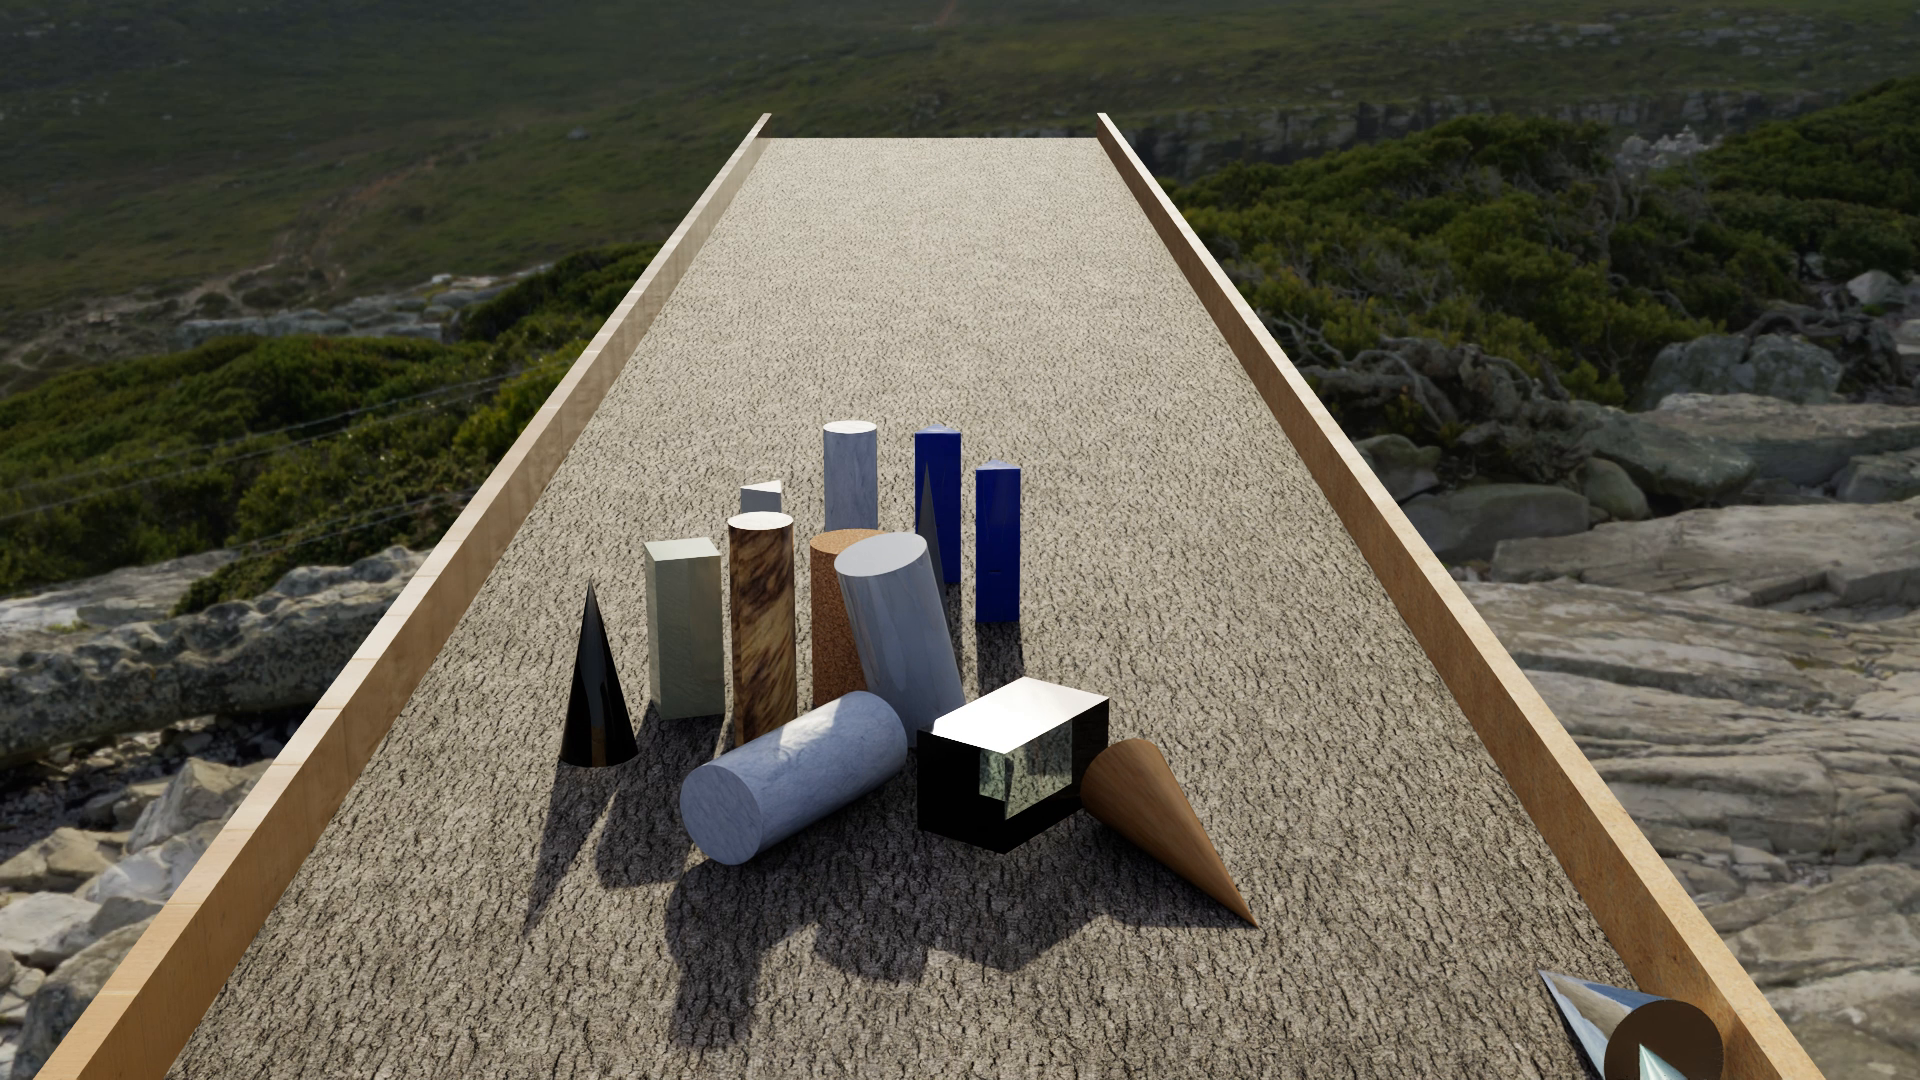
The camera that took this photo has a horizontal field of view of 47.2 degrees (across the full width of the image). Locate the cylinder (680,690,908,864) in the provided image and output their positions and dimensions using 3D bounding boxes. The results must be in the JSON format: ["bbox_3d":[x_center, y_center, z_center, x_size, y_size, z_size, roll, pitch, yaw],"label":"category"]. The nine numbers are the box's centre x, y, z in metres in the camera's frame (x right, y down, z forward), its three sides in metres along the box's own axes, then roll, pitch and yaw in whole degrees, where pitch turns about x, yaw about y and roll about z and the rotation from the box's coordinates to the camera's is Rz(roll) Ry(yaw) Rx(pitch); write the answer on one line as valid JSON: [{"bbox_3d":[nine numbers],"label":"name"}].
[{"bbox_3d":[-0.268,0.387,3.631,0.168,0.168,0.397,11,20,32],"label":"cylinder"}]

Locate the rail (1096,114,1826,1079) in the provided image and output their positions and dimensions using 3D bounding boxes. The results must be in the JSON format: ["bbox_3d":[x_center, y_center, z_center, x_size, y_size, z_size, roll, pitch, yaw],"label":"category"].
[{"bbox_3d":[0.932,-0.844,7.801,0.050,0.150,12.000,0,17,-1],"label":"rail"}]

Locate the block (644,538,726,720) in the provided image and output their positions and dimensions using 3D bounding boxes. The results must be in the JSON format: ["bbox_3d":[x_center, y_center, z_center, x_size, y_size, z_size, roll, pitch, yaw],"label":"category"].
[{"bbox_3d":[-0.516,0.165,4.125,0.122,0.311,0.122,-5,17,-17],"label":"block"}]

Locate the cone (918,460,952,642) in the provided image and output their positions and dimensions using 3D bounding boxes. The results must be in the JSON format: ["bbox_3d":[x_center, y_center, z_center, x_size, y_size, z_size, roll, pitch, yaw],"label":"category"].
[{"bbox_3d":[-0.065,0.036,4.392,0.105,0.406,0.105,0,17,0],"label":"cone"}]

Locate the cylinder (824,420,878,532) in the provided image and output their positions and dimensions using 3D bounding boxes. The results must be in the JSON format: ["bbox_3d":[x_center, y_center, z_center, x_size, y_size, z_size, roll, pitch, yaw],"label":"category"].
[{"bbox_3d":[-0.230,-0.041,4.651,0.112,0.407,0.112,0,17,0],"label":"cylinder"}]

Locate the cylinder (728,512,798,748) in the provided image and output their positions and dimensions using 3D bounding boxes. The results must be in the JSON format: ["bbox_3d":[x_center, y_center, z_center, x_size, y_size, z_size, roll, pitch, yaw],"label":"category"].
[{"bbox_3d":[-0.347,0.173,3.889,0.113,0.431,0.113,0,17,0],"label":"cylinder"}]

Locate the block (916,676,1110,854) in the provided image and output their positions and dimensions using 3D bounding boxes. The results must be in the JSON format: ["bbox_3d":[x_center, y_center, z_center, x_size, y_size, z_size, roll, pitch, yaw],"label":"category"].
[{"bbox_3d":[0.091,0.371,3.673,0.175,0.175,0.309,12,20,34],"label":"block"}]

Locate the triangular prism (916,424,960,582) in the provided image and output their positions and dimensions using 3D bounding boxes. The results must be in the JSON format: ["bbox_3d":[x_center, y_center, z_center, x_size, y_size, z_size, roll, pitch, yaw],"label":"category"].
[{"bbox_3d":[-0.050,-0.082,4.900,0.099,0.343,0.086,0,17,-1],"label":"triangular prism"}]

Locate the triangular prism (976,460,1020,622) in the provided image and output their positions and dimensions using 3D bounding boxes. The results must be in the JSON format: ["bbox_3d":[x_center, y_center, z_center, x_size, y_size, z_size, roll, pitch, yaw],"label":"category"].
[{"bbox_3d":[0.075,0.001,4.638,0.092,0.333,0.080,-2,17,-6],"label":"triangular prism"}]

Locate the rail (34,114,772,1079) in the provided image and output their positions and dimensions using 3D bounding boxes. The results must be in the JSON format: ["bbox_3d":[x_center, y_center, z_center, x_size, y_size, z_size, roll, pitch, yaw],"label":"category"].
[{"bbox_3d":[-1.118,-0.838,7.780,0.050,0.150,12.000,0,17,-1],"label":"rail"}]

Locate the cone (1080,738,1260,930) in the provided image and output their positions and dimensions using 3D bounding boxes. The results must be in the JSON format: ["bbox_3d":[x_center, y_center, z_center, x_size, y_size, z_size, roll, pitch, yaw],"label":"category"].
[{"bbox_3d":[0.358,0.488,3.448,0.157,0.157,0.434,-8,29,-24],"label":"cone"}]

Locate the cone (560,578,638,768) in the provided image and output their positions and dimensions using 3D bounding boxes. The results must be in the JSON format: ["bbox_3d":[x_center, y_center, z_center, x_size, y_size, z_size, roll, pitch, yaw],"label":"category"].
[{"bbox_3d":[-0.648,0.221,3.897,0.140,0.334,0.140,0,17,0],"label":"cone"}]

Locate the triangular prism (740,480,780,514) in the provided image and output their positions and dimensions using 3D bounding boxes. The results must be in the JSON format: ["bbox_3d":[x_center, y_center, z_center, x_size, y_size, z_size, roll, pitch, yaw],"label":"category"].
[{"bbox_3d":[-0.374,0.065,4.377,0.089,0.360,0.077,7,18,23],"label":"triangular prism"}]

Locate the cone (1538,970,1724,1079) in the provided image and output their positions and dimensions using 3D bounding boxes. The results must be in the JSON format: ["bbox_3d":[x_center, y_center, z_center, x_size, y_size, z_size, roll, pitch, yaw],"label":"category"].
[{"bbox_3d":[0.856,0.635,2.956,0.159,0.159,0.405,-2,6,-7],"label":"cone"}]

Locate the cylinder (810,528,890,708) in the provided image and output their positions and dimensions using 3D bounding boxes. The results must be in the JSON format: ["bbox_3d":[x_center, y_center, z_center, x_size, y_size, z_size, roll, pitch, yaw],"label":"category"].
[{"bbox_3d":[-0.195,0.153,4.163,0.172,0.313,0.172,0,17,0],"label":"cylinder"}]

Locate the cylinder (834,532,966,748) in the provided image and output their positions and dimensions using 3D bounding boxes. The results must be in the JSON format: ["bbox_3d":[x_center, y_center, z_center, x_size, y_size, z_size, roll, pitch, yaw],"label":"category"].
[{"bbox_3d":[-0.103,0.180,3.954,0.168,0.350,0.168,-11,24,5],"label":"cylinder"}]
